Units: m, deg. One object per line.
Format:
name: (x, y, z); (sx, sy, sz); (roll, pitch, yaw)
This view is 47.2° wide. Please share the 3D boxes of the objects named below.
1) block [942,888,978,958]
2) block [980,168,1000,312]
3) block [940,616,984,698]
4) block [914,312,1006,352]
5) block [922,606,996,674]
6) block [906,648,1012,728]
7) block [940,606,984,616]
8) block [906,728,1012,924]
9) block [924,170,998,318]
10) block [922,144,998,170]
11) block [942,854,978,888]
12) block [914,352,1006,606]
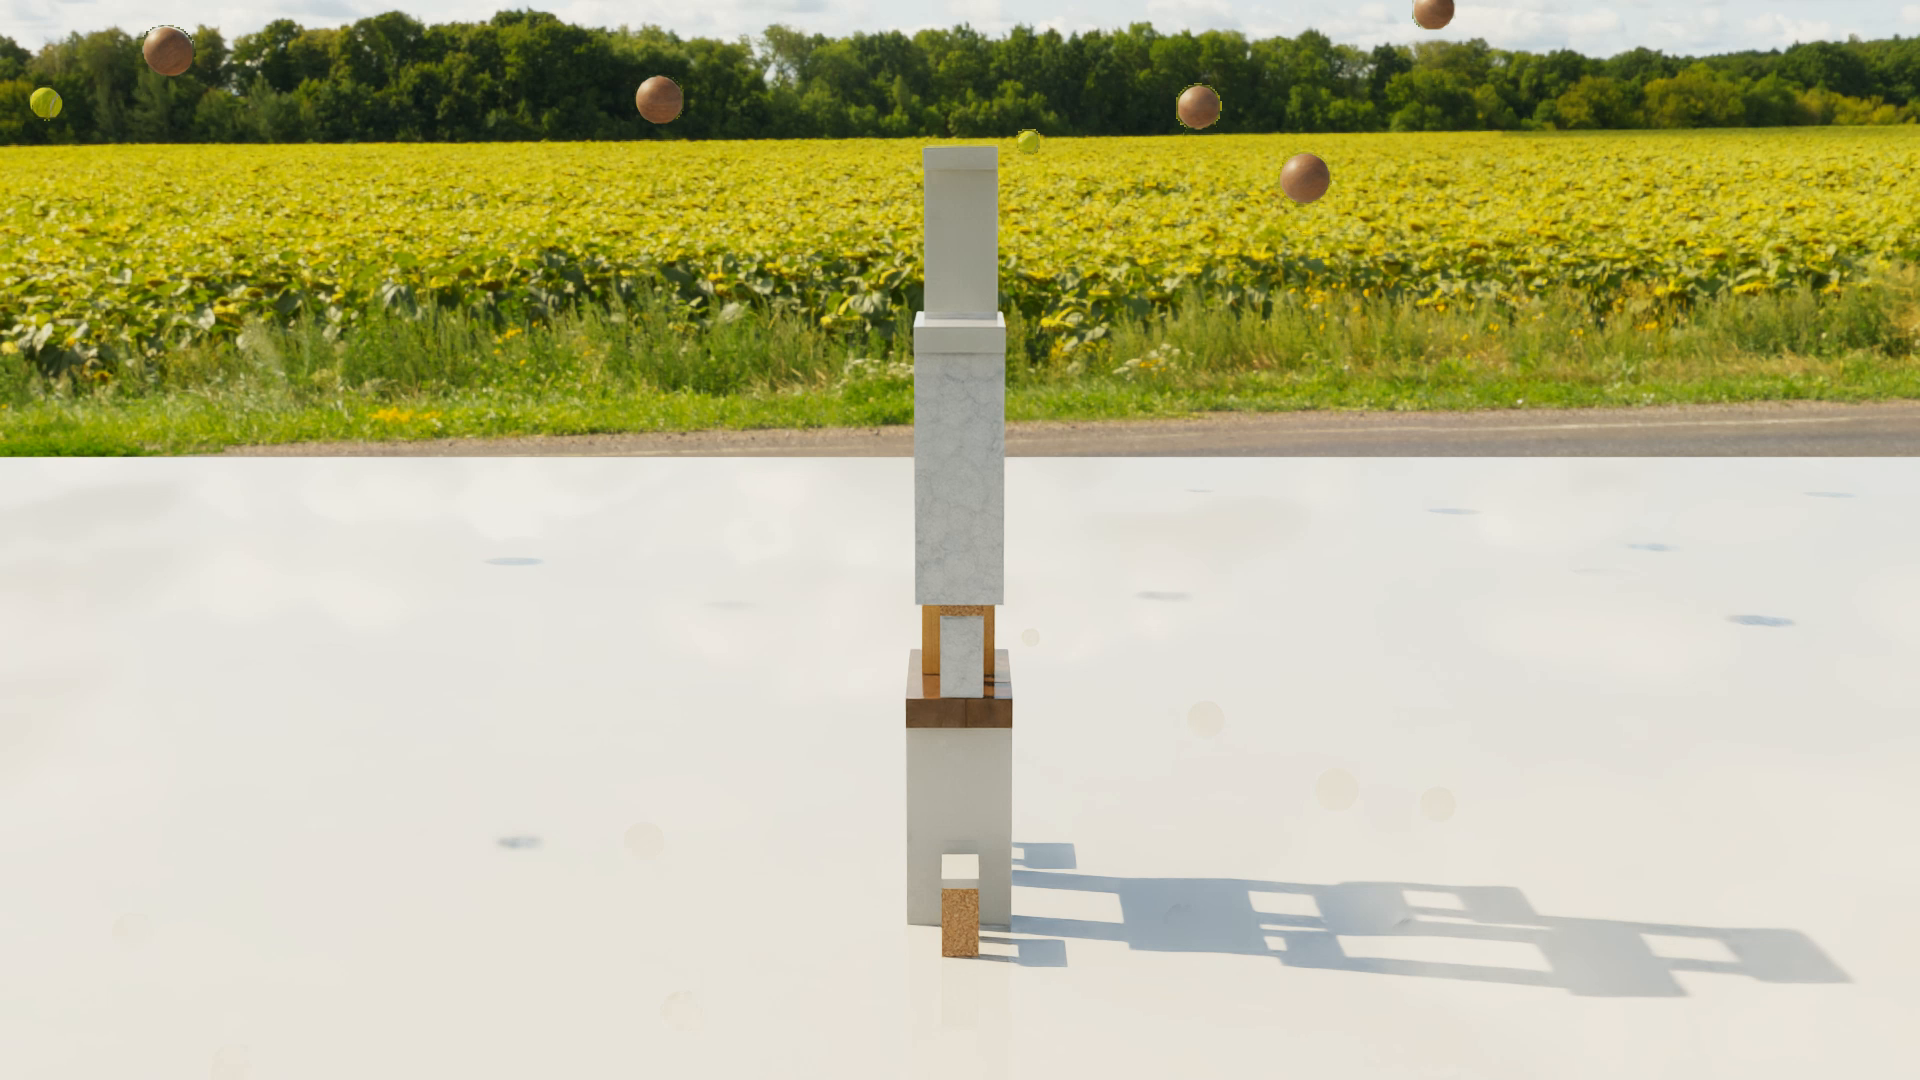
block: (0.000, 0.585, 3.384); (0.057, 0.114, 0.016); (0, 11, 0)
block: (0.006, -0.433, 3.557); (0.114, 0.339, 0.032); (-2, 12, -3)
block: (0.003, 0.178, 3.425); (0.067, 0.134, 0.019); (0, 11, -1)
block: (-0.001, -0.323, 3.409); (0.137, 0.039, 0.274); (0, 11, 0)
block: (-0.003, 0.099, 3.569); (0.118, 0.237, 0.034); (0, 11, 0)
block: (-0.001, 0.240, 3.592); (0.167, 0.047, 0.335); (0, 11, 0)
block: (0.003, 0.095, 3.455); (0.067, 0.019, 0.134); (0, 11, 0)
block: (-0.001, 0.448, 3.517); (0.167, 0.335, 0.047); (0, 11, 0)
block: (0.002, -0.457, 3.399); (0.114, 0.228, 0.032); (0, 10, 0)
block: (0.003, -0.600, 3.445); (0.114, 0.032, 0.228); (-1, 11, 1)
block: (0.000, 0.514, 3.409); (0.057, 0.016, 0.114); (0, 11, 0)
block: (-0.001, -0.095, 3.358); (0.137, 0.391, 0.039); (0, 11, 0)
